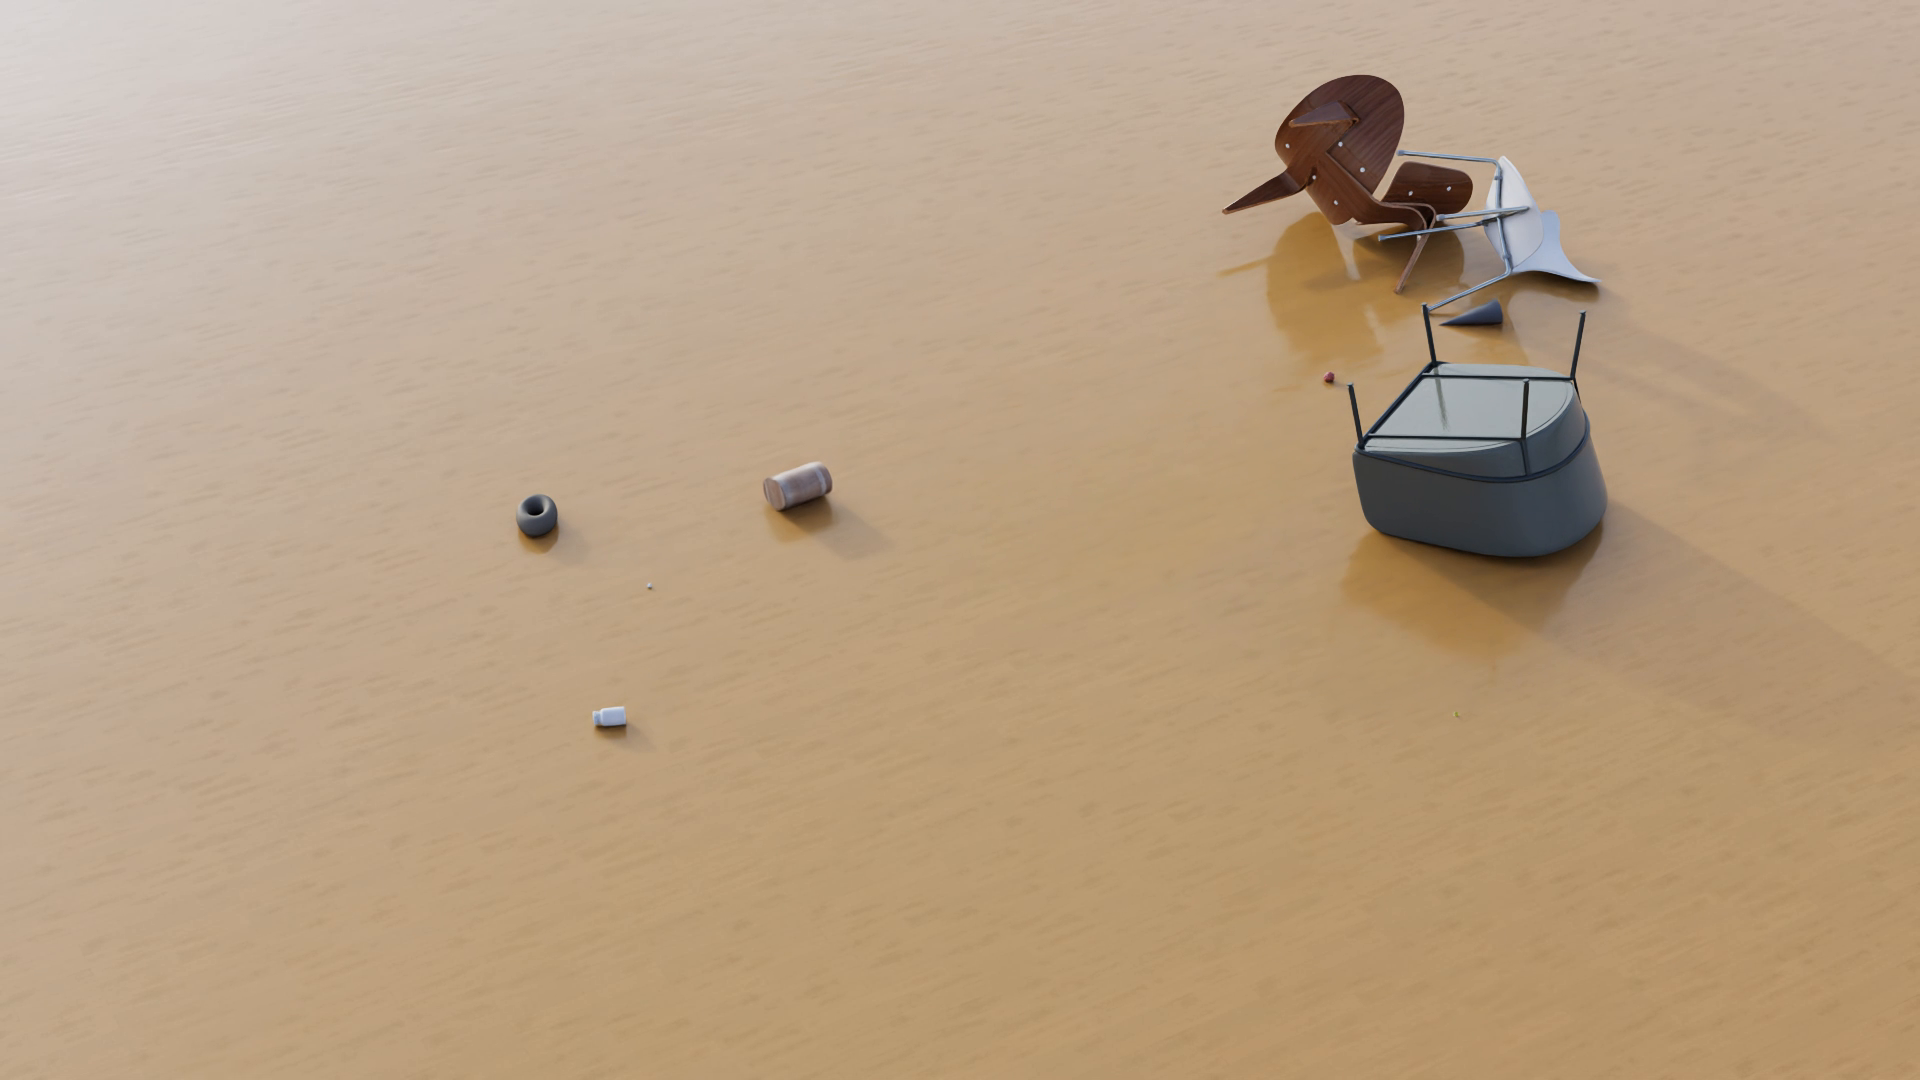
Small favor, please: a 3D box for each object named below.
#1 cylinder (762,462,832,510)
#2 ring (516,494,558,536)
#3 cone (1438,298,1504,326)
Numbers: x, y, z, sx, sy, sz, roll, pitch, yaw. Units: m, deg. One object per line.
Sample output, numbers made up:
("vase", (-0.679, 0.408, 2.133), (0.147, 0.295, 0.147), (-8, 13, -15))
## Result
("cylinder", (-0.616, -0.207, 11.137), (0.211, 0.129, 0.168), (-21, 20, -28))
("ring", (-1.591, -0.094, 11.018), (0.155, 0.077, 0.235), (-4, 32, -4))
("cone", (2.135, -0.934, 12.315), (0.264, 0.104, 0.124), (-14, 28, -1))
